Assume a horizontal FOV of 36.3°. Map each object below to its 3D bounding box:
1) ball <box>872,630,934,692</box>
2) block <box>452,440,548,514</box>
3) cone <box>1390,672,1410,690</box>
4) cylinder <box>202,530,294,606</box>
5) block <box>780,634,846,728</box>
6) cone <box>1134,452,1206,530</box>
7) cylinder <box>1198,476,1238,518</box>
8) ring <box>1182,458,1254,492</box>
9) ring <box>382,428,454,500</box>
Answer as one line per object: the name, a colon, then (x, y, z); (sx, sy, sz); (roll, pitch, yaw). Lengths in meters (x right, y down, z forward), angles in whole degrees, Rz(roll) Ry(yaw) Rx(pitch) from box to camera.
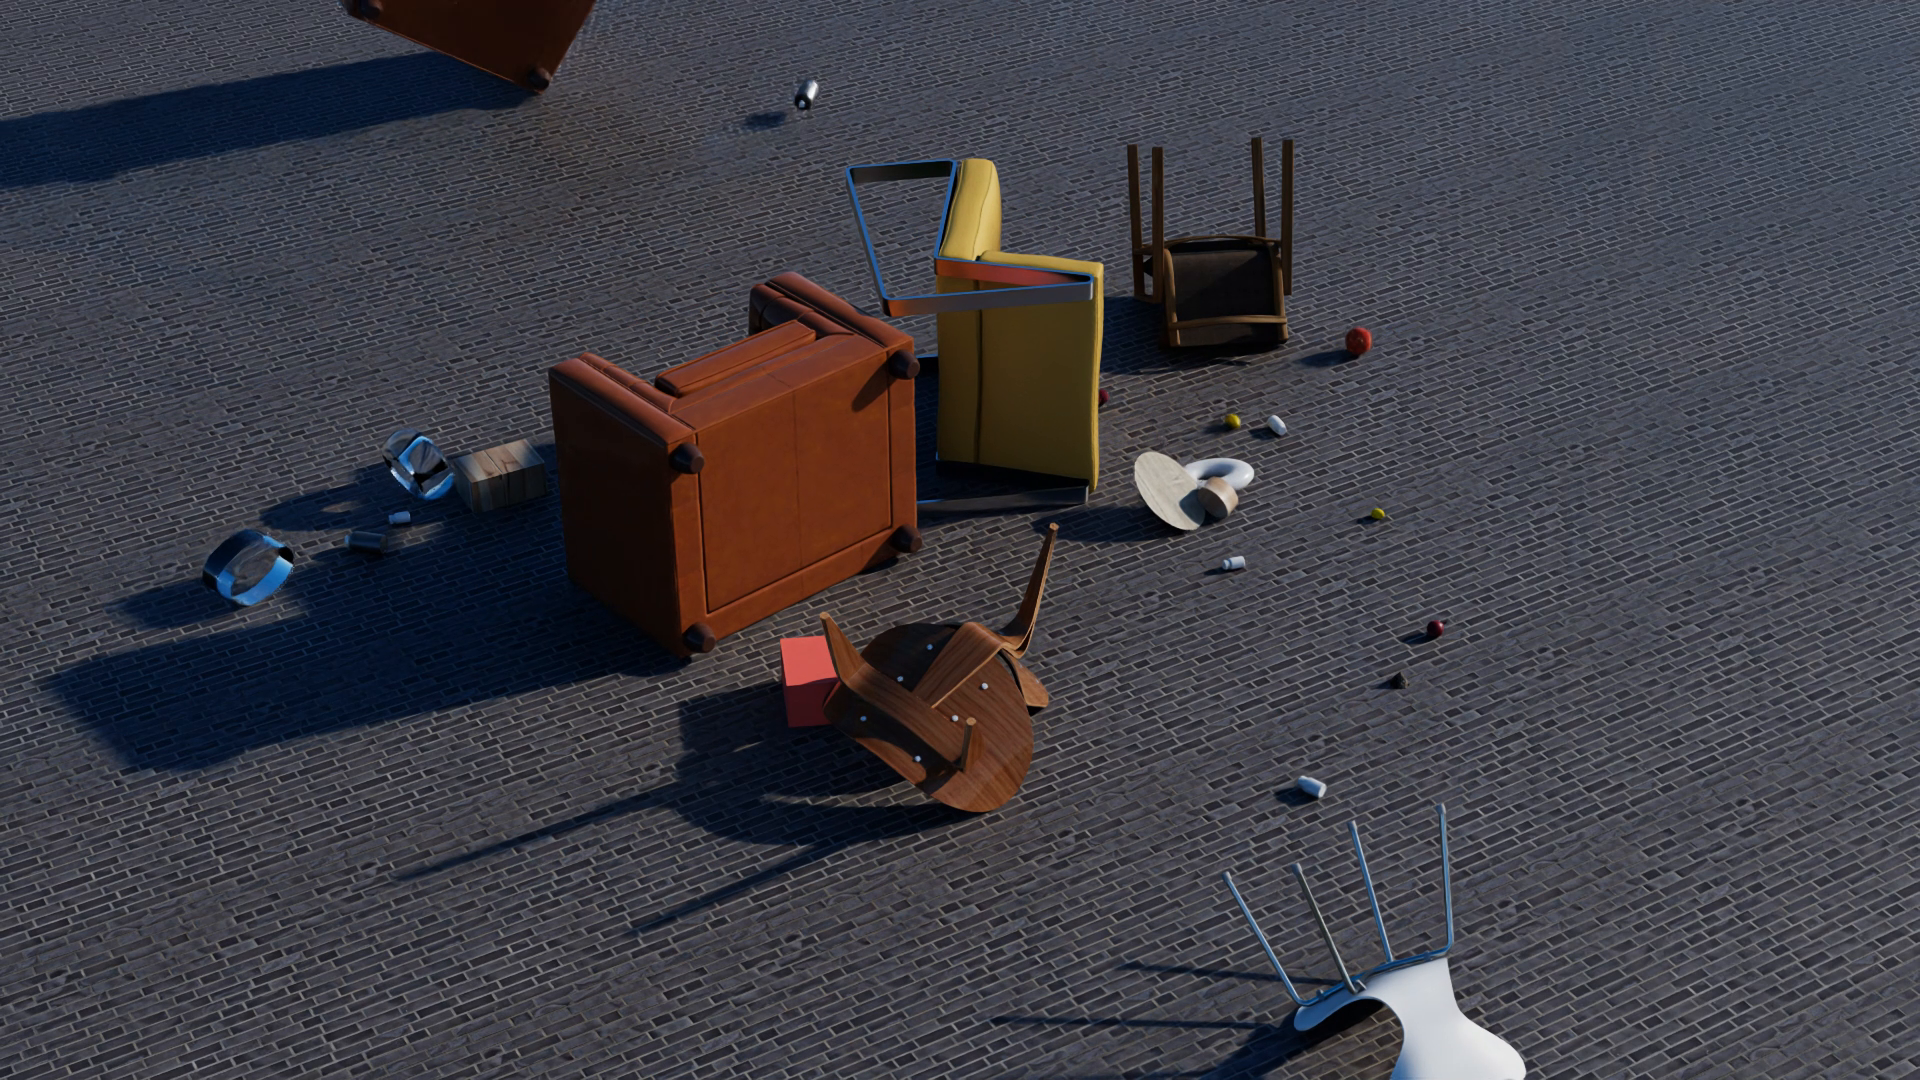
ball: (-0.196, 0.418, 10.119); (0.210, 0.210, 0.210); (0, 33, 0)
block: (-1.753, -0.242, 11.184); (0.298, 0.141, 0.195); (-17, 37, -24)
cone: (1.527, 0.476, 10.177); (0.067, 0.050, 0.076); (-4, 34, -6)
cylinder: (-2.578, 0.099, 10.619); (0.173, 0.185, 0.286); (28, 56, 35)
block: (-0.503, 0.483, 10.052); (0.199, 0.176, 0.276); (-4, 34, -6)
cone: (0.760, -0.153, 11.086); (0.297, 0.121, 0.353); (-17, 69, -43)
cylinder: (0.974, -0.160, 11.081); (0.147, 0.092, 0.094); (46, 44, -1)
ring: (0.959, -0.235, 11.238); (0.358, 0.072, 0.218); (-12, 35, -17)
ring: (-2.062, -0.288, 11.150); (0.314, 0.280, 0.145); (38, 65, 21)
